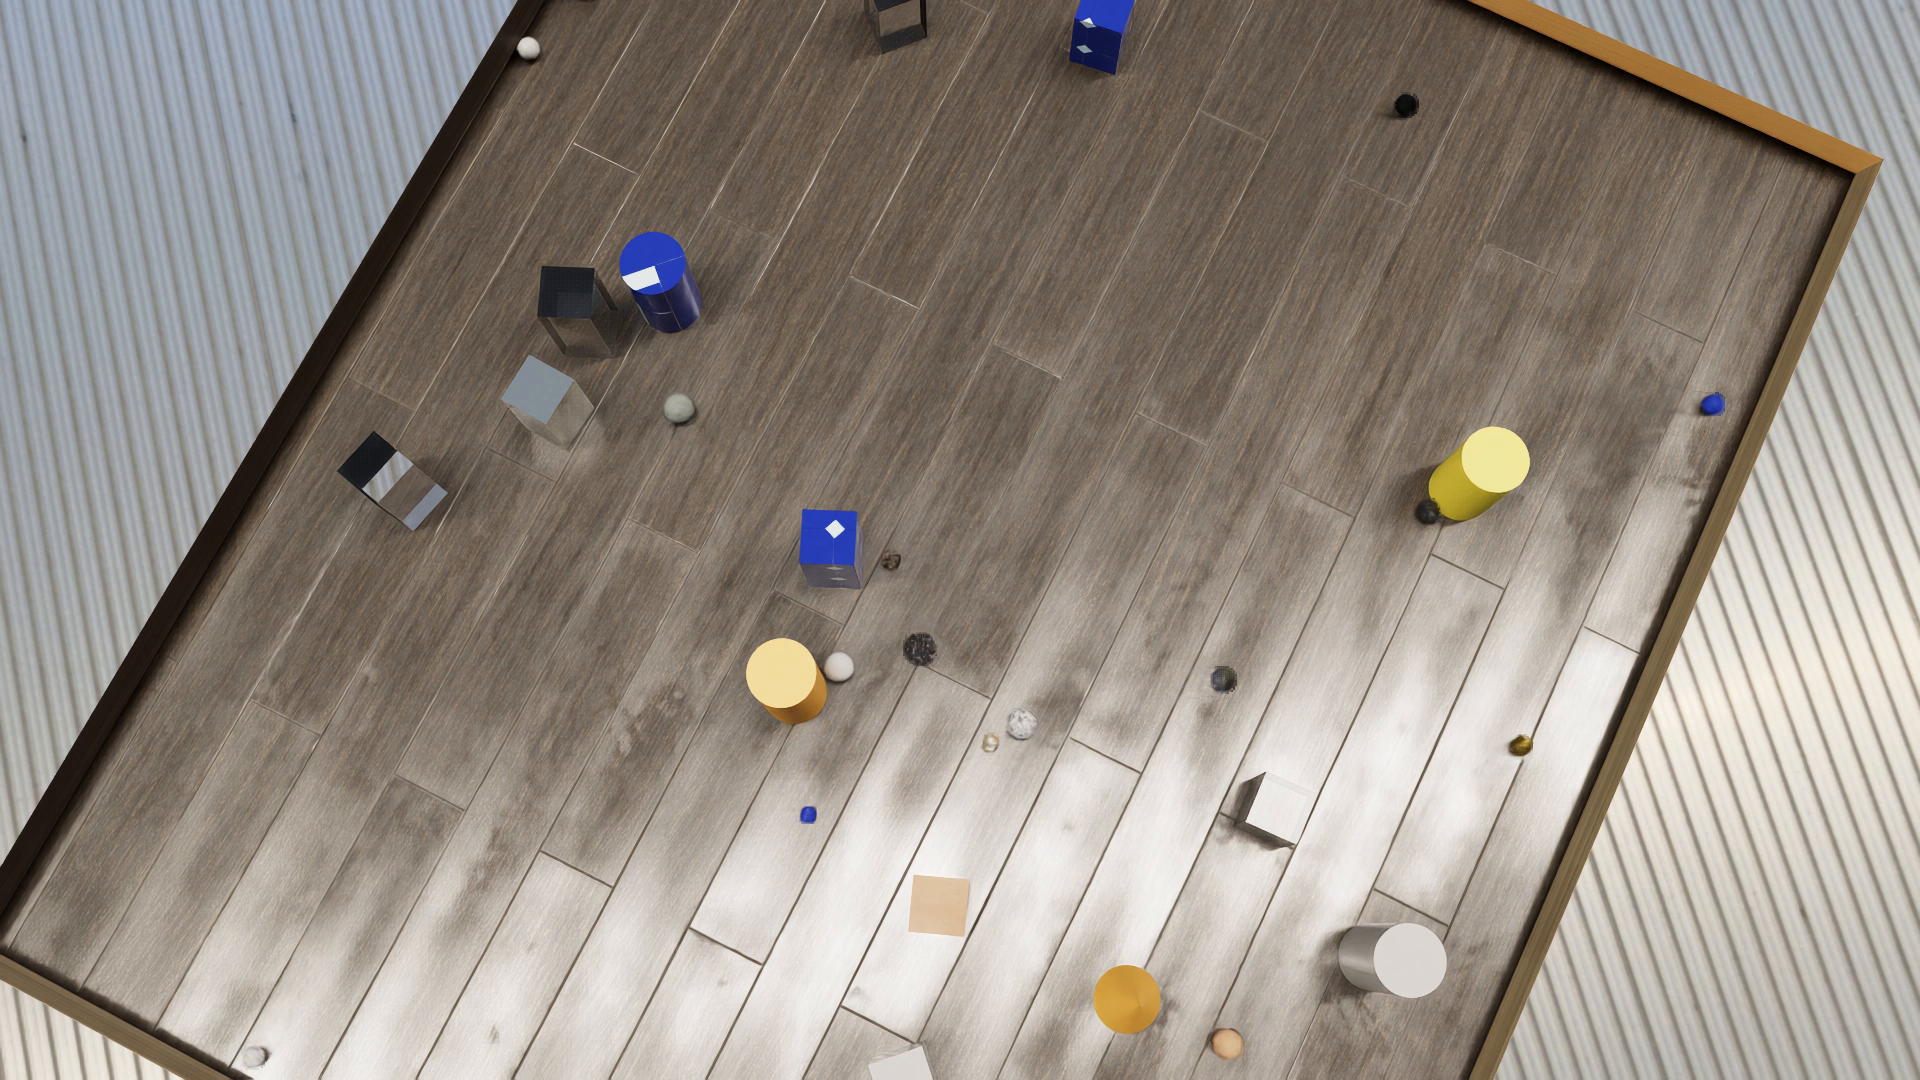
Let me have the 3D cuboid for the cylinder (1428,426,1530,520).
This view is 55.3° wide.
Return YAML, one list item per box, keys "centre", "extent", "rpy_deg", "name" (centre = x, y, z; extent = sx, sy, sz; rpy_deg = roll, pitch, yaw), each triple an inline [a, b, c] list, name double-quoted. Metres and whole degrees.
- centre: [1.542, -0.193, 5.463]
  extent: [0.195, 0.379, 0.195]
  rpy_deg: [0, 78, 0]
  name: "cylinder"

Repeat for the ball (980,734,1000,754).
- centre: [0.089, 0.607, 5.462]
  extent: [0.057, 0.057, 0.057]
  rpy_deg: [0, 78, 0]
  name: "ball"

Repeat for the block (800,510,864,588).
- centre: [-0.376, 0.031, 5.414]
  extent: [0.156, 0.385, 0.156]
  rpy_deg: [2, 78, 0]
  name: "block"

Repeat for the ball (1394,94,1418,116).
- centre: [1.427, -1.391, 5.868]
  extent: [0.071, 0.071, 0.071]
  rpy_deg: [0, 78, 0]
  name: "ball"

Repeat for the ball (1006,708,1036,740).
- centre: [0.183, 0.549, 5.456]
  extent: [0.092, 0.092, 0.092]
  rpy_deg: [0, 78, 0]
  name: "ball"

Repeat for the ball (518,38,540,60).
- centre: [-1.391, -1.584, 5.908]
  extent: [0.072, 0.072, 0.072]
  rpy_deg: [0, 78, 0]
  name: "ball"

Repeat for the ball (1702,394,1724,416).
- centre: [2.328, -0.418, 5.671]
  extent: [0.063, 0.063, 0.063]
  rpy_deg: [0, 78, 0]
  name: "ball"

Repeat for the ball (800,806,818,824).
- centre: [-0.448, 0.812, 5.422]
  extent: [0.051, 0.051, 0.051]
  rpy_deg: [0, 78, 0]
  name: "ball"

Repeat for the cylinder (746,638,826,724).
- centre: [-0.498, 0.414, 5.316]
  extent: [0.195, 0.422, 0.195]
  rpy_deg: [0, 78, 0]
  name: "cylinder"

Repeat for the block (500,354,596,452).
- centre: [-1.239, -0.409, 5.535]
  extent: [0.156, 0.325, 0.156]
  rpy_deg: [29, 80, 6]
  name: "block"

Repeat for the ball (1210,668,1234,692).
- centre: [0.787, 0.420, 5.492]
  extent: [0.073, 0.073, 0.073]
  rpy_deg: [0, 78, 0]
  name: "ball"

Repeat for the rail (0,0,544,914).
- centre: [-1.809, -0.879, 5.733]
  extent: [0.045, 0.127, 4.753]
  rpy_deg: [26, 80, 5]
  name: "rail"

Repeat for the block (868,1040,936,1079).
- centre: [-0.154, 1.520, 5.164]
  extent: [0.156, 0.270, 0.156]
  rpy_deg: [-19, 79, -4]
  name: "block"

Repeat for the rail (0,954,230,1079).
- centre: [-1.052, 2.068, 5.123]
  extent: [4.092, 0.127, 0.045]
  rpy_deg: [26, 80, 5]
  name: "rail"

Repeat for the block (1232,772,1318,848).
- centre: [0.912, 0.785, 5.321]
  extent: [0.156, 0.260, 0.156]
  rpy_deg: [24, 79, 5]
  name: "block"

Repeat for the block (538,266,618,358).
- centre: [-1.155, -0.688, 5.562]
  extent: [0.156, 0.386, 0.156]
  rpy_deg: [2, 78, 0]
  name: "block"

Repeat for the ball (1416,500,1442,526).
- centre: [1.430, -0.084, 5.595]
  extent: [0.077, 0.077, 0.077]
  rpy_deg: [0, 78, 0]
  name: "ball"

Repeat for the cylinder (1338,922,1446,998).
- centre: [1.205, 1.173, 5.134]
  extent: [0.195, 0.470, 0.195]
  rpy_deg: [0, 78, 0]
  name: "cylinder"

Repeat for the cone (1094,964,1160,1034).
- centre: [0.487, 1.298, 5.146]
  extent: [0.195, 0.396, 0.195]
  rpy_deg: [0, 78, 0]
  name: "cone"

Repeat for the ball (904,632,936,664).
- centre: [-0.119, 0.325, 5.499]
  extent: [0.098, 0.098, 0.098]
  rpy_deg: [0, 78, 0]
  name: "ball"

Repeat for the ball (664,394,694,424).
- centre: [-0.866, -0.405, 5.652]
  extent: [0.094, 0.094, 0.094]
  rpy_deg: [0, 78, 0]
  name: "ball"

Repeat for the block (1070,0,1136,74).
- centre: [0.453, -1.630, 5.809]
  extent: [0.156, 0.285, 0.156]
  rpy_deg: [19, 79, 4]
  name: "block"

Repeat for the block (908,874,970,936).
- centre: [-0.059, 1.044, 5.228]
  extent: [0.156, 0.338, 0.156]
  rpy_deg: [5, 78, 1]
  name: "block"

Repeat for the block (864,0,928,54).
- centre: [-0.208, -1.703, 5.826]
  extent: [0.156, 0.279, 0.156]
  rpy_deg: [-21, 79, -4]
  name: "block"

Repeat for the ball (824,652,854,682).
- centre: [-0.364, 0.382, 5.492]
  extent: [0.090, 0.090, 0.090]
  rpy_deg: [0, 78, 0]
  name: "ball"

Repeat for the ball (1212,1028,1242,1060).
- centre: [0.769, 1.449, 5.272]
  extent: [0.089, 0.089, 0.089]
  rpy_deg: [0, 78, 0]
  name: "ball"

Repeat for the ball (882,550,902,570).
- centre: [-0.208, 0.061, 5.574]
  extent: [0.059, 0.059, 0.059]
  rpy_deg: [0, 78, 0]
  name: "ball"

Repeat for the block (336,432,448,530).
- centre: [-1.688, -0.172, 5.466]
  extent: [0.156, 0.365, 0.156]
  rpy_deg: [39, 81, 7]
  name: "block"

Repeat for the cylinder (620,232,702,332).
- centre: [-0.909, -0.782, 5.594]
  extent: [0.195, 0.362, 0.195]
  rpy_deg: [0, 78, 0]
  name: "cylinder"

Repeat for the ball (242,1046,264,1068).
- centre: [-2.035, 1.490, 5.277]
  extent: [0.062, 0.062, 0.062]
  rpy_deg: [0, 78, 0]
  name: "ball"

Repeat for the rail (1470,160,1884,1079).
- centre: [1.809, 0.892, 5.366]
  extent: [0.045, 0.127, 4.753]
  rpy_deg: [26, 80, 5]
  name: "rail"

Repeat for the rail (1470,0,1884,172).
- centre: [1.052, -2.054, 5.976]
  extent: [4.092, 0.127, 0.045]
  rpy_deg: [26, 80, 5]
  name: "rail"

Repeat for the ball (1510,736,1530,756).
- centre: [1.670, 0.615, 5.459]
  extent: [0.059, 0.059, 0.059]
  rpy_deg: [0, 78, 0]
  name: "ball"
